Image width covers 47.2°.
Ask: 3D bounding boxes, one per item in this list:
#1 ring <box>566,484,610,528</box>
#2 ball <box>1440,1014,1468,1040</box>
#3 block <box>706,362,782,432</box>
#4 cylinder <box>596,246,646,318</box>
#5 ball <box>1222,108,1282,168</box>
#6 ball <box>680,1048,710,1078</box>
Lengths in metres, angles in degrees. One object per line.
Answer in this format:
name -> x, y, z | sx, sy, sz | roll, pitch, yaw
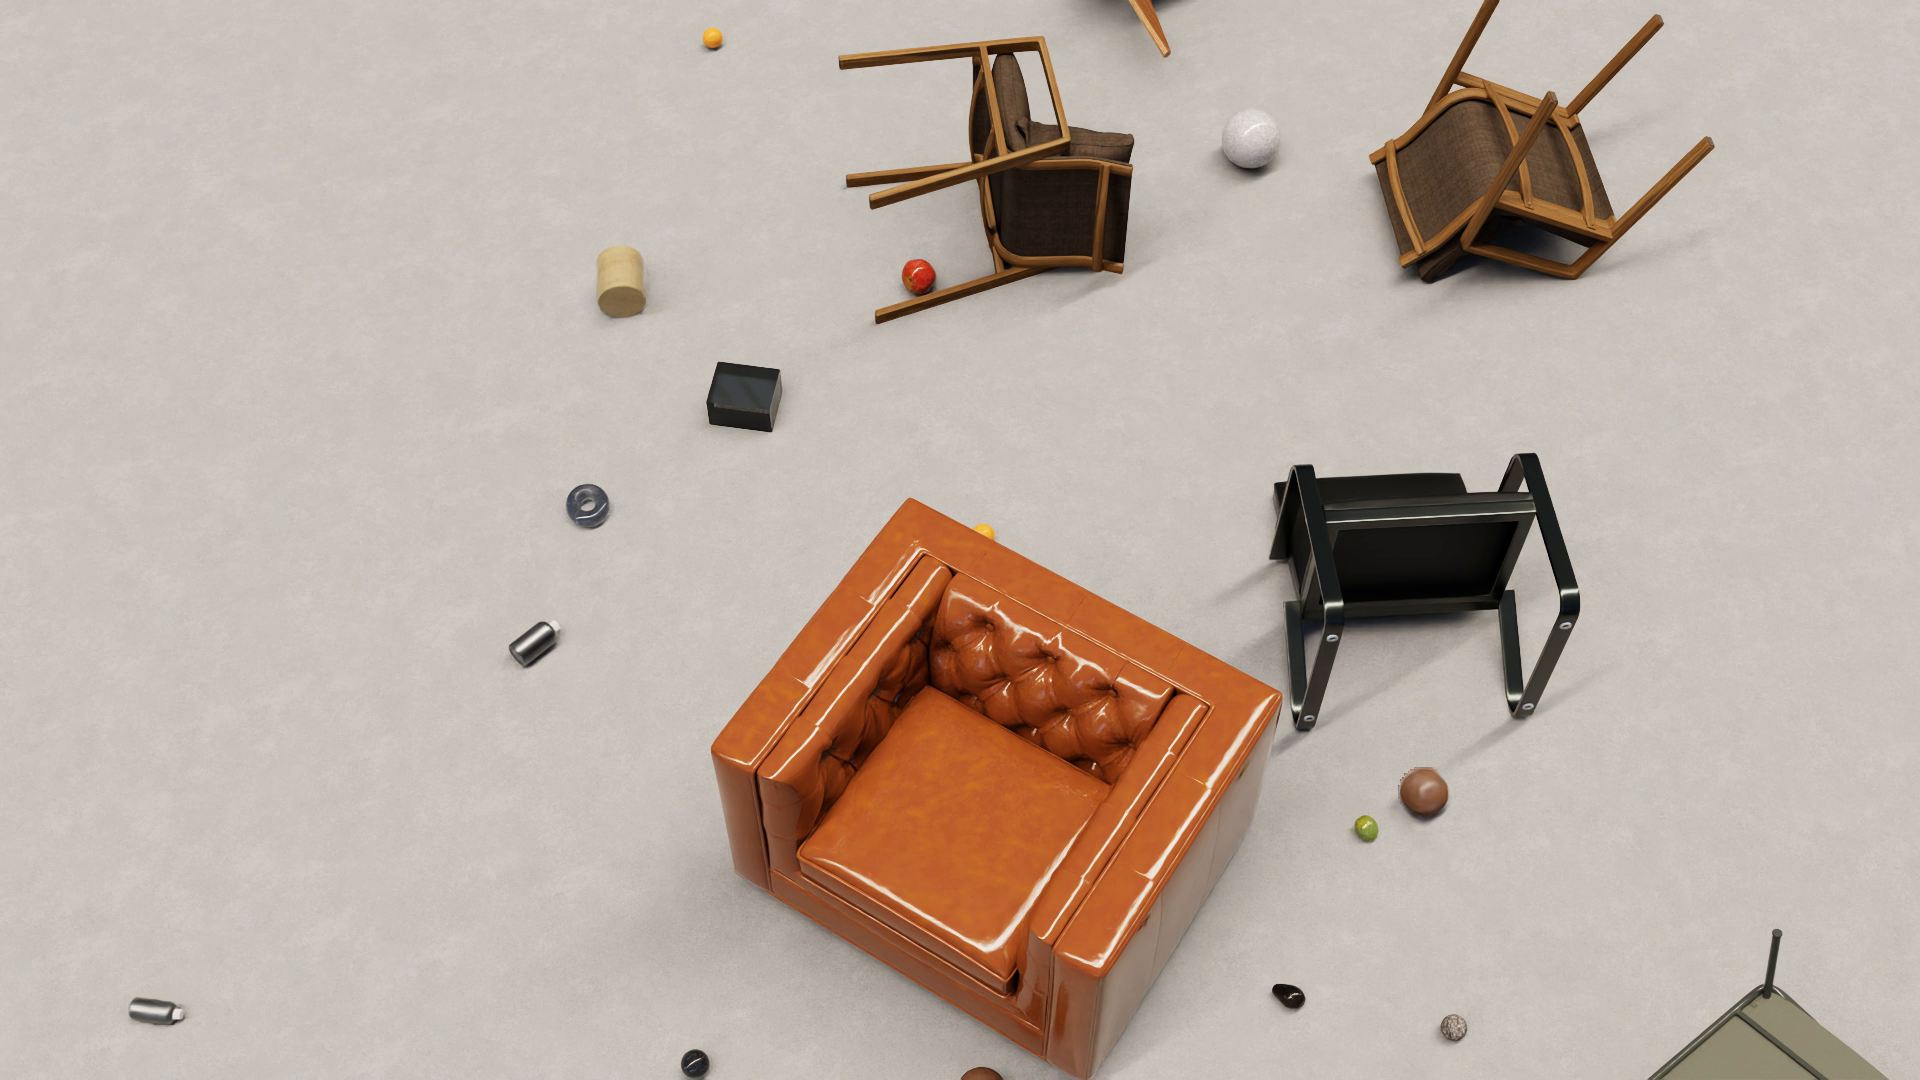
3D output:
ring -> -1.120, -0.104, 6.614 | 0.133, 0.050, 0.150 | -15, 58, -8
ball -> 1.278, 1.261, 5.687 | 0.067, 0.067, 0.067 | 0, 56, 0
block -> -0.666, -0.443, 6.802 | 0.197, 0.114, 0.161 | 8, 56, 5
cylinder -> -1.084, -0.827, 7.038 | 0.147, 0.153, 0.170 | 15, 50, -31
ball -> 0.974, -1.343, 7.356 | 0.198, 0.198, 0.198 | 0, 56, 0
ball -> -0.678, 1.341, 5.629 | 0.075, 0.075, 0.075 | 0, 56, 0
